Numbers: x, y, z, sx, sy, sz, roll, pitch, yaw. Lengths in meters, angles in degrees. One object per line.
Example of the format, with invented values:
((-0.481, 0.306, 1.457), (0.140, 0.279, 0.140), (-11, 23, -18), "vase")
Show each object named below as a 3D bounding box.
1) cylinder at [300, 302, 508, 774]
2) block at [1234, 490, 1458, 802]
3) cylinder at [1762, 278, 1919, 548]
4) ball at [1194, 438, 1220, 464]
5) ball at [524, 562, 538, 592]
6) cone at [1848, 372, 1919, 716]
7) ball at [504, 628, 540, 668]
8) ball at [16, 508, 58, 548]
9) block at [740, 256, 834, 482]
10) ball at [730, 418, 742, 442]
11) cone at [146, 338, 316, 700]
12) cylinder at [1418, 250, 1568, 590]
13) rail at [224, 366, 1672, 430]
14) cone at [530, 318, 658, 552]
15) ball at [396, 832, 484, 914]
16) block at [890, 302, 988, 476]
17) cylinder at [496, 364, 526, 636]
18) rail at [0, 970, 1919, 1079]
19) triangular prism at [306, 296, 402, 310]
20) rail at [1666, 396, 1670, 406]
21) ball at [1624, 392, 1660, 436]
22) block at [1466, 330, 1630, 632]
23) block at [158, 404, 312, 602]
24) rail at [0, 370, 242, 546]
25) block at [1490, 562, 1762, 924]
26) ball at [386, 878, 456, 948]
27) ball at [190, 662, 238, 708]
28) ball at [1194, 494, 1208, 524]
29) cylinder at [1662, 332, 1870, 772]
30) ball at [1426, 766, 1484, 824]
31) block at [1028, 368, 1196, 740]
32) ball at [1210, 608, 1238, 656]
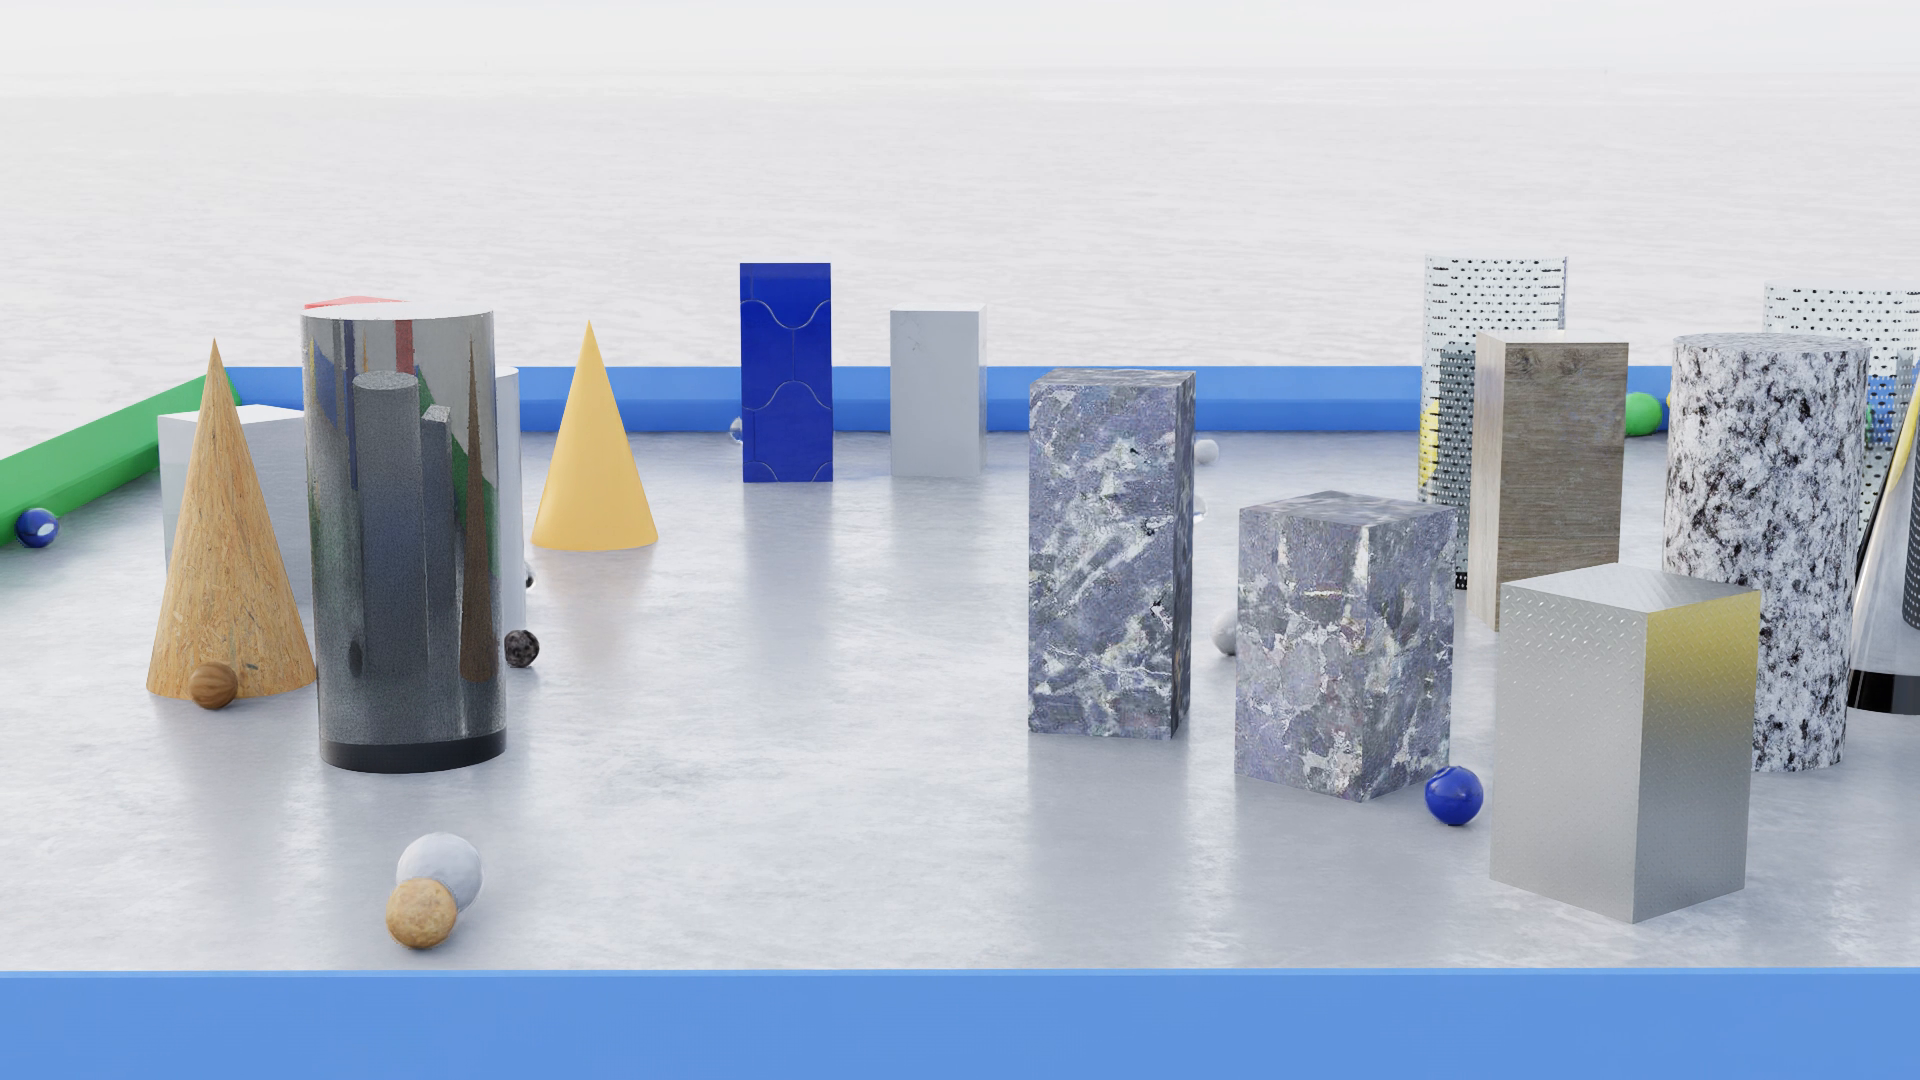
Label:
((-0.589, -0.007, 2.726), (0.199, 0.473, 0.199), (0, 10, 0), "cylinder")
((0.398, 0.105, 2.651), (0.159, 0.280, 0.159), (10, 14, 43), "block")
((1.104, -0.093, 3.230), (0.199, 0.459, 0.199), (0, 10, 0), "cylinder")
((0.454, -0.163, 4.736), (0.048, 0.048, 0.048), (0, 10, 0), "ball")
((-0.613, 0.052, 3.580), (0.046, 0.046, 0.046), (0, 10, 0), "ball")
((1.102, -0.012, 2.972), (0.199, 0.394, 0.199), (0, 10, 0), "cone")
((-0.539, 0.132, 3.145), (0.047, 0.047, 0.047), (0, 10, 0), "ball")
((-1.409, -0.018, 3.917), (0.062, 0.062, 0.062), (0, 10, 0), "ball")
((-0.308, -0.307, 4.585), (0.159, 0.387, 0.159), (0, 10, -2), "block")
((-0.426, -0.214, 5.012), (0.048, 0.048, 0.048), (0, 10, 0), "ball")
((-0.873, -0.035, 3.041), (0.199, 0.414, 0.199), (0, 10, 0), "cone")
((0.755, -0.174, 3.653), (0.199, 0.465, 0.199), (0, 10, 0), "cylinder")
((-0.010, -0.281, 5.149), (2.940, 0.129, 0.045), (0, 10, 0), "rail")
((-0.569, -0.171, 3.964), (0.199, 0.345, 0.199), (0, 10, 0), "cone")
((-0.450, 0.290, 2.220), (0.074, 0.074, 0.074), (0, 10, 0), "ball")
((-0.037, -0.275, 4.660), (0.159, 0.297, 0.159), (1, 11, 6), "block")
((-0.654, -0.040, 3.248), (0.199, 0.348, 0.199), (0, 10, 0), "cylinder")
((0.010, 0.348, 1.749), (2.940, 0.129, 0.045), (0, 10, 0), "rail")
((-0.995, -0.228, 4.274), (0.172, 0.345, 0.149), (-3, 11, -15), "triangular prism")
((1.446, 0.032, 3.457), (0.045, 0.129, 3.505), (0, 10, 0), "rail")
((1.348, -0.250, 5.099), (0.087, 0.087, 0.087), (0, 10, 0), "ball")
((0.773, -0.081, 3.388), (0.159, 0.377, 0.159), (0, 10, -2), "block")
((-0.987, -0.047, 3.543), (0.159, 0.254, 0.159), (9, 14, 41), "block")
((-1.446, 0.035, 3.441), (0.045, 0.129, 3.505), (0, 10, 0), "rail")
((0.591, 0.175, 2.288), (0.159, 0.273, 0.159), (-8, 13, -37), "block")
((-0.450, 0.311, 2.143), (0.059, 0.059, 0.059), (0, 10, 0), "ball")
((-0.855, 0.166, 2.941), (0.054, 0.054, 0.054), (0, 10, 0), "ball")
((0.372, -0.050, 4.118), (0.050, 0.050, 0.050), (0, 10, 0), "ball")
((0.852, 0.008, 2.737), (0.199, 0.440, 0.199), (0, 10, 0), "cylinder")
((0.481, 0.248, 2.494), (0.057, 0.057, 0.057), (0, 10, 0), "ball")
((0.170, 0.011, 2.863), (0.159, 0.387, 0.159), (2, 11, 13), "block")
((0.342, 0.115, 3.202), (0.060, 0.060, 0.060), (0, 10, 0), "ball")
